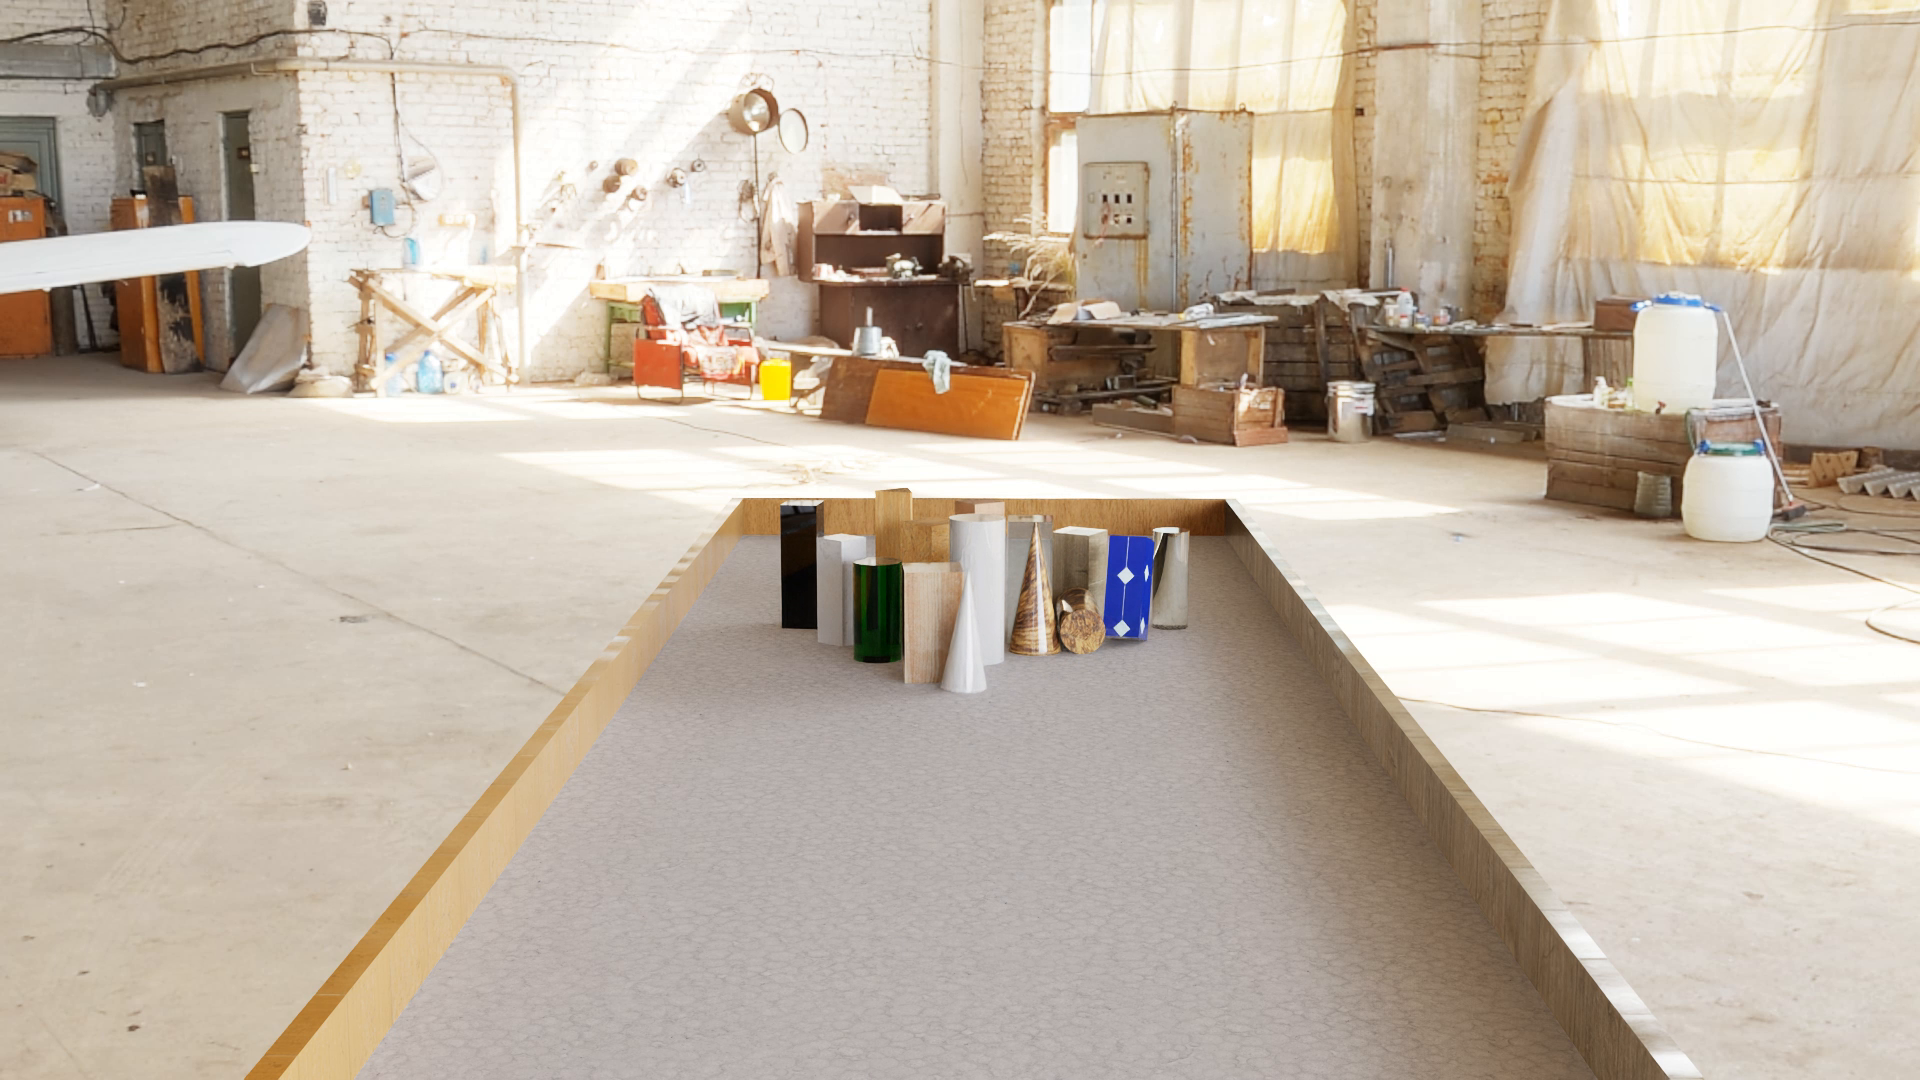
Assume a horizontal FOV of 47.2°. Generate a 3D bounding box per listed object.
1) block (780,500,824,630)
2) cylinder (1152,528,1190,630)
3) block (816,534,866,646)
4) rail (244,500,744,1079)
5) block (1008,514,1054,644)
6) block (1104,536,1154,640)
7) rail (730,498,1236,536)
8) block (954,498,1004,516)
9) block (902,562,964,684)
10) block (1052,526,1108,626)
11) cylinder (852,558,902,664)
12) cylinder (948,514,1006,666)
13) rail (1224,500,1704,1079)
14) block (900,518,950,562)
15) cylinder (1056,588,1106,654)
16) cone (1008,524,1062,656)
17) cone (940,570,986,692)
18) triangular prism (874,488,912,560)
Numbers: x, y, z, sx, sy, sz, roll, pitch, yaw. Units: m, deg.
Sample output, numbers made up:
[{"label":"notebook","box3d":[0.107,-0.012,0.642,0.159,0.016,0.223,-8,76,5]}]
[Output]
[{"label":"block","box3d":[-0.514,0.080,7.205,0.119,0.407,0.119,1,9,9]},{"label":"cylinder","box3d":[0.688,0.126,7.191,0.118,0.320,0.118,0,9,0]},{"label":"block","box3d":[-0.373,0.157,6.945,0.110,0.335,0.110,8,12,41]},{"label":"rail","box3d":[-1.004,0.839,3.234,0.050,0.150,12.000,0,9,1]},{"label":"block","box3d":[0.222,0.125,6.964,0.141,0.392,0.141,0,9,3]},{"label":"block","box3d":[0.534,0.152,6.969,0.118,0.318,0.118,3,-6,18]},{"label":"rail","box3d":[0.099,-0.098,9.147,2.100,0.150,0.050,0,9,1]},{"label":"block","box3d":[0.063,0.079,7.188,0.117,0.415,0.117,-6,11,-34]},{"label":"block","box3d":[-0.079,0.241,6.450,0.173,0.325,0.173,-1,9,-4]},{"label":"block","box3d":[0.390,0.122,7.247,0.140,0.309,0.140,5,11,29]},{"label":"cylinder","box3d":[-0.252,0.213,6.705,0.149,0.301,0.149,0,9,0]},{"label":"cylinder","box3d":[0.051,0.149,6.674,0.170,0.437,0.170,0,9,0]},{"label":"rail","box3d":[1.046,0.843,3.208,0.050,0.150,12.000,0,9,1]},{"label":"block","box3d":[-0.089,0.134,6.931,0.139,0.387,0.139,9,12,43]},{"label":"cylinder","box3d":[0.379,0.253,6.972,0.139,0.139,0.391,0,9,0]},{"label":"cone","box3d":[0.234,0.141,6.809,0.165,0.411,0.165,0,9,0]},{"label":"cone","box3d":[0.017,0.249,6.291,0.133,0.355,0.133,2,10,0]},{"label":"triangular prism","box3d":[-0.196,0.056,7.228,0.130,0.447,0.113,4,10,22]}]
